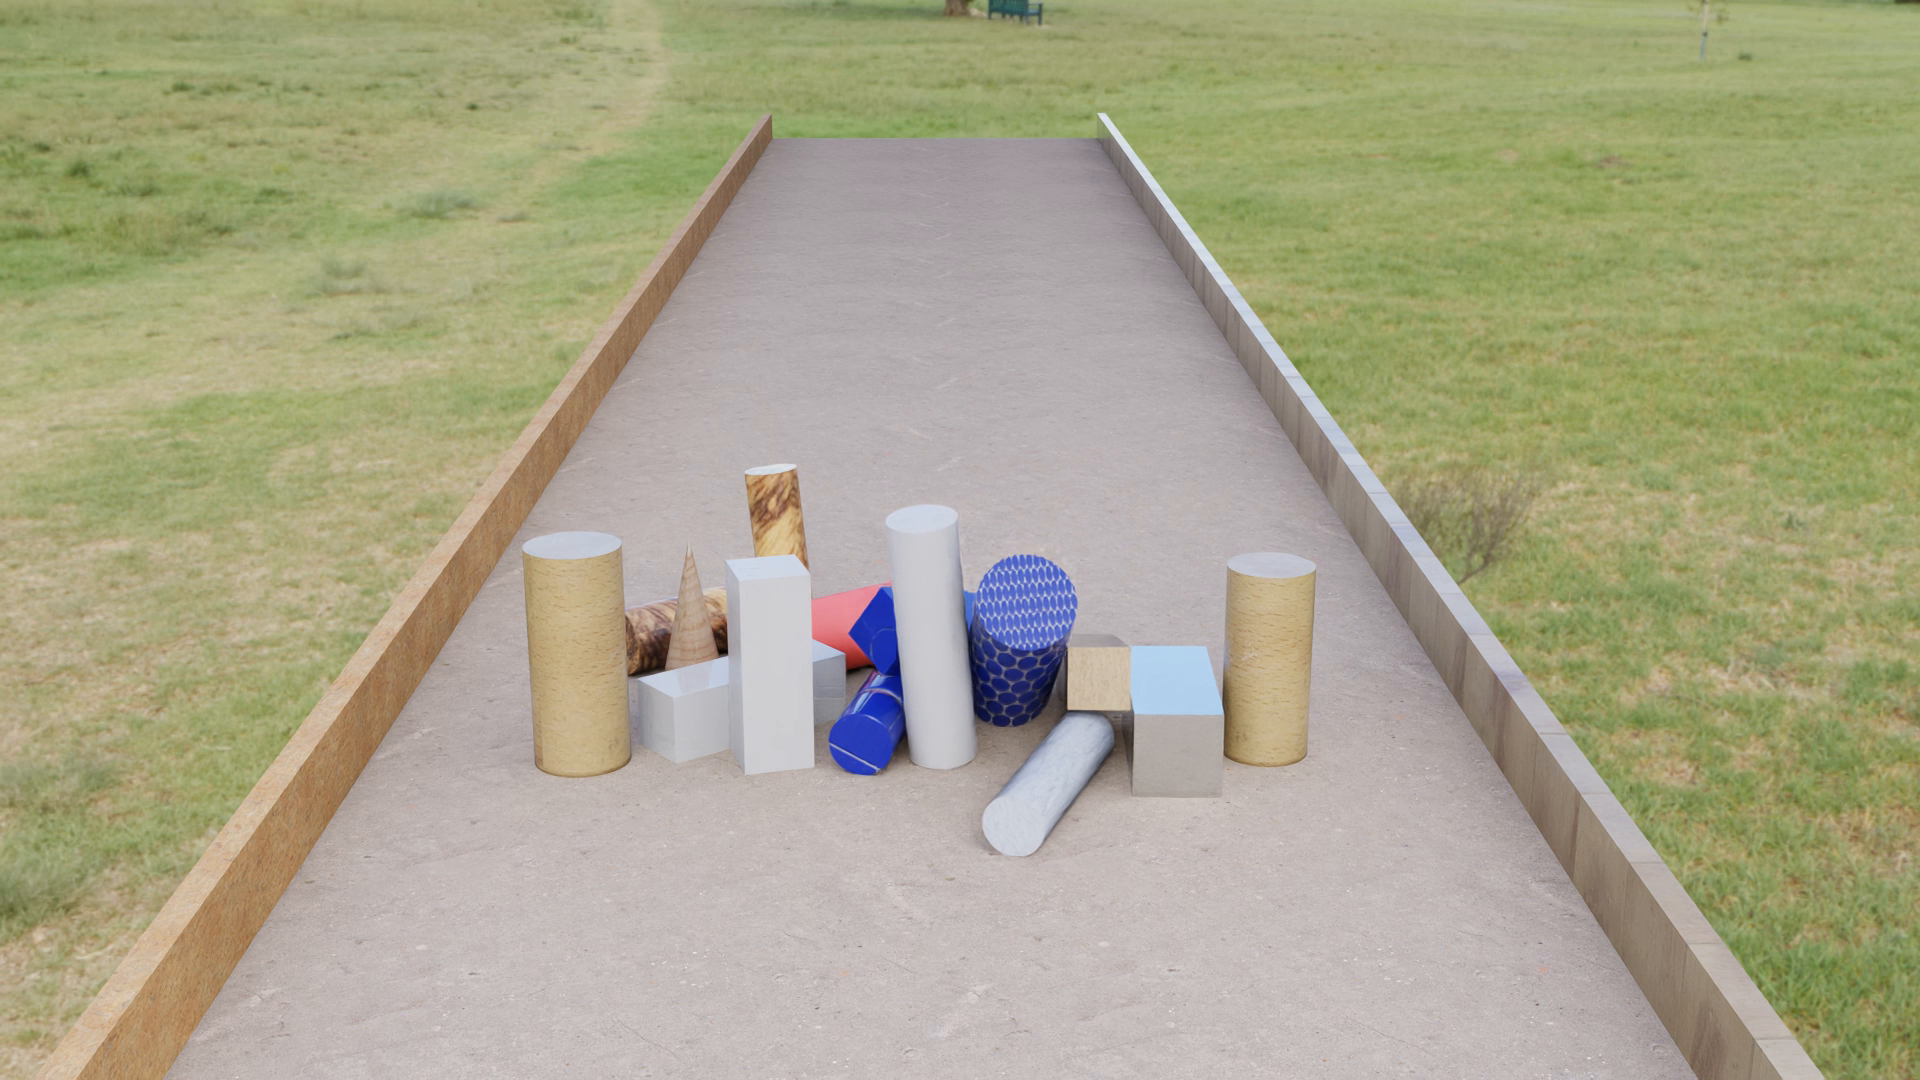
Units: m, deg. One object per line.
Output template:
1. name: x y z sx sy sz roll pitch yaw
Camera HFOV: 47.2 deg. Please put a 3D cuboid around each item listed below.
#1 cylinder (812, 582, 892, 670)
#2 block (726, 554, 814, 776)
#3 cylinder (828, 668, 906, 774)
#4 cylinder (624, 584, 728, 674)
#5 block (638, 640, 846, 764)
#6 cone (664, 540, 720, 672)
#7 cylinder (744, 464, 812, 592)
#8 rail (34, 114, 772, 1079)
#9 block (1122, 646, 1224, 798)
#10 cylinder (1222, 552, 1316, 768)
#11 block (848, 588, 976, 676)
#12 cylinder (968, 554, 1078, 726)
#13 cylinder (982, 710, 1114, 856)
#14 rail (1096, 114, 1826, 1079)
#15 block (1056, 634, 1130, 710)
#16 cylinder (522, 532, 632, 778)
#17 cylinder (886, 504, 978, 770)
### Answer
1. cylinder: -0.208 0.176 4.367 0.374 0.153 0.153 -13 21 -36
2. block: -0.334 0.218 3.868 0.125 0.356 0.125 -5 17 -16
3. cylinder: -0.127 0.293 4.040 0.115 0.115 0.449 3 17 11
4. cylinder: -0.504 0.164 4.448 0.418 0.131 0.131 -13 21 -38
5. block: -0.396 0.290 4.034 0.372 0.124 0.124 -13 21 -37
6. cone: -0.502 0.157 4.113 0.139 0.335 0.139 0 17 0
7. cylinder: -0.356 0.044 4.397 0.104 0.379 0.104 -6 12 1
8. rail: -1.118 -0.838 7.780 0.050 0.150 12.000 0 17 -1
9. block: 0.373 0.317 3.894 0.152 0.152 0.348 0 17 1
10. cylinder: 0.546 0.211 3.903 0.155 0.350 0.155 0 17 0
11. block: -0.008 0.176 4.153 0.113 0.113 0.450 48 24 28
12. cylinder: 0.099 0.184 3.888 0.171 0.171 0.451 -1 -21 -4
13. cylinder: 0.154 0.401 3.695 0.105 0.105 0.415 6 18 19
14. rail: 0.932 -0.844 7.801 0.050 0.150 12.000 0 17 -1
15. block: 0.241 0.238 4.032 0.109 0.109 0.432 0 1 0
16. cylinder: -0.670 0.200 3.857 0.170 0.398 0.170 0 17 0
17. cylinder: -0.047 0.171 3.833 0.124 0.453 0.124 -4 23 2
